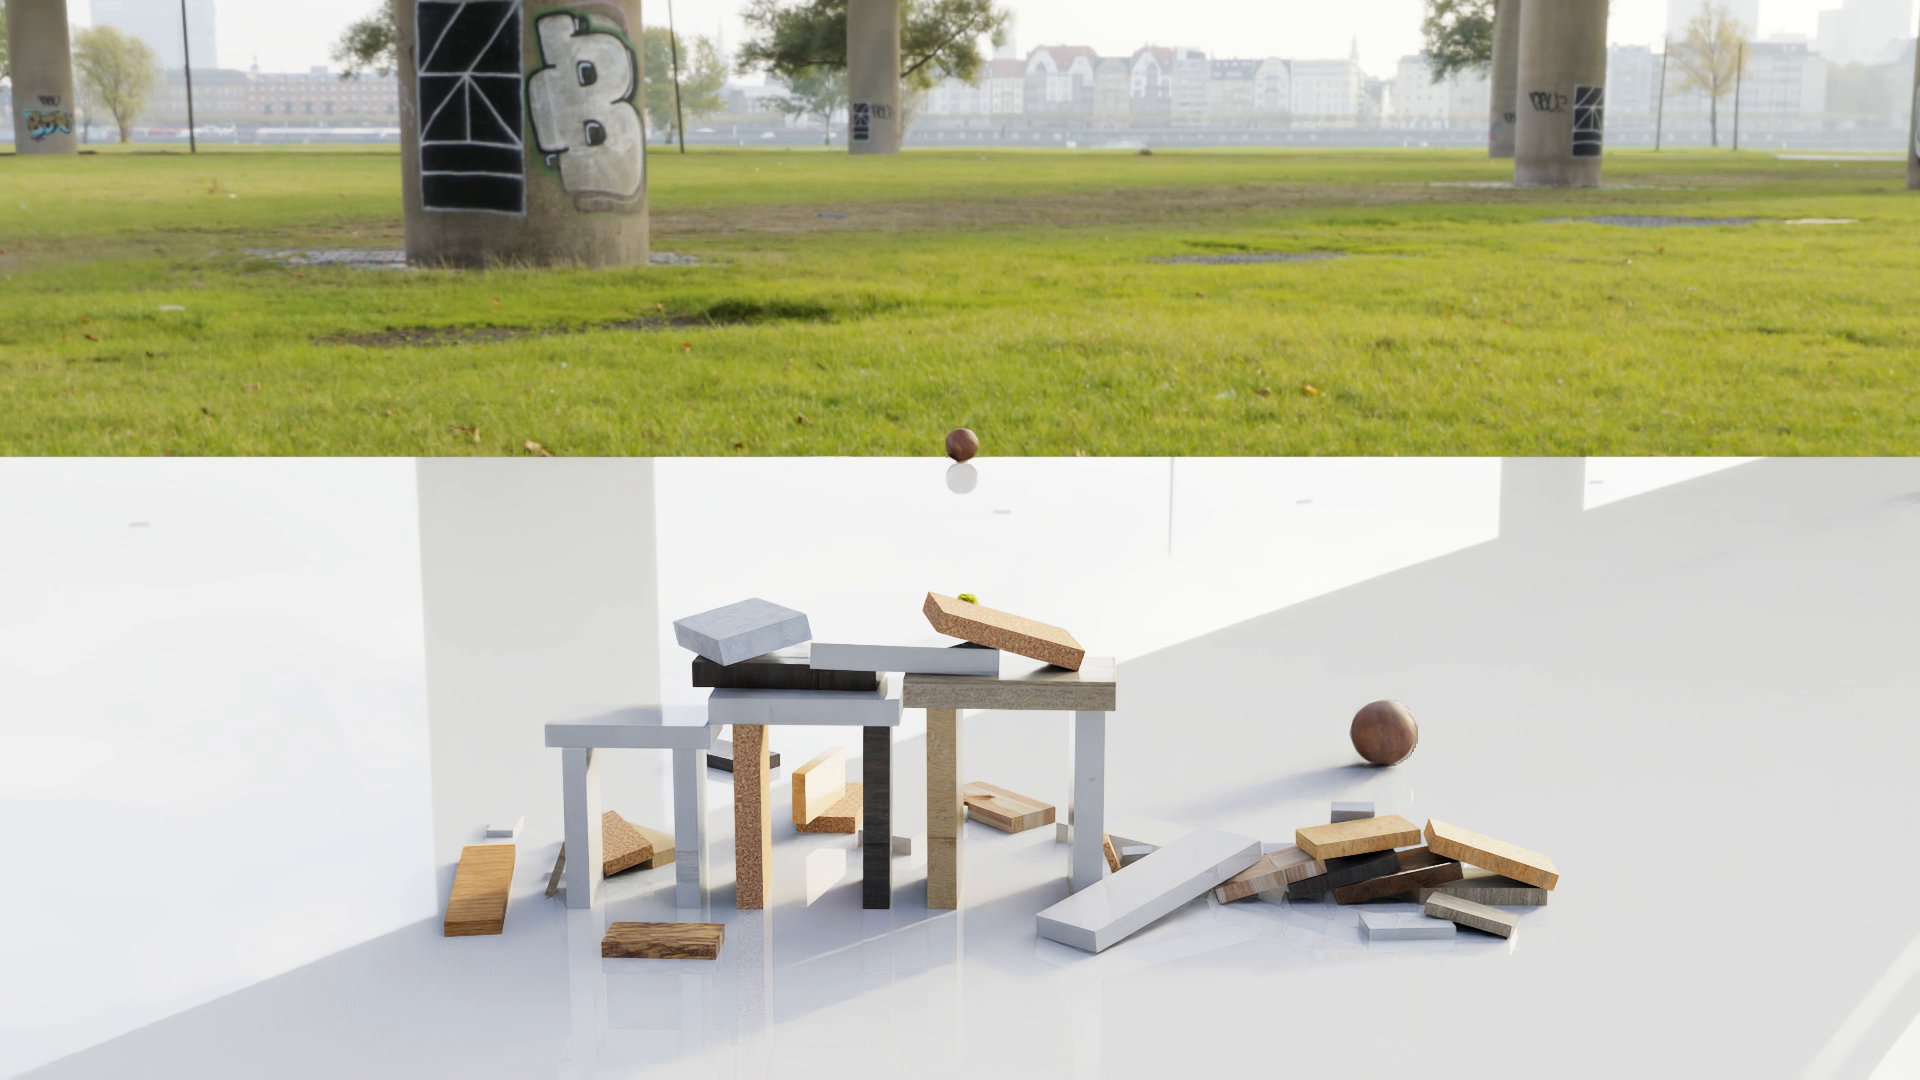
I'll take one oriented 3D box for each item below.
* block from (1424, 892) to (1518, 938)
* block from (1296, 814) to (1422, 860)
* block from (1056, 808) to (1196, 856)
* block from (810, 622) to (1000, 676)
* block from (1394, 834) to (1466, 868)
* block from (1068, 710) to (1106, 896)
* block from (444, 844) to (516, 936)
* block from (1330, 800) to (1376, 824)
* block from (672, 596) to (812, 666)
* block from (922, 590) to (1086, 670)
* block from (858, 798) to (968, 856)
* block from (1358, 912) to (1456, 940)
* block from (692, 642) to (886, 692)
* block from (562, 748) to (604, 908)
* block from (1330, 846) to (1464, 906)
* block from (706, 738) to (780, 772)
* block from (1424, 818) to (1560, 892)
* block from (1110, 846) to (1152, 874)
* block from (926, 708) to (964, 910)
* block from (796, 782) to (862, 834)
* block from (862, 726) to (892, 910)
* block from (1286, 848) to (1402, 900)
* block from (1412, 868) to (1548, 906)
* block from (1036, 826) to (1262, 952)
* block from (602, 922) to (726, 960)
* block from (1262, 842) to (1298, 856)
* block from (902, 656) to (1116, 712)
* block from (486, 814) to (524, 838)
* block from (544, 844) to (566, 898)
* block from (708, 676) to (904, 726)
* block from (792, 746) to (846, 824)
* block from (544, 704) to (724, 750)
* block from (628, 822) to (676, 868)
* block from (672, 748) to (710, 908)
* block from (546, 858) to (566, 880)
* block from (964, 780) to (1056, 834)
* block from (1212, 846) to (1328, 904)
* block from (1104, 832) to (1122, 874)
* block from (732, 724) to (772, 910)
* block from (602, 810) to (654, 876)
[{"bbox_3d":[0.816,0.597,3.509,0.138,0.020,0.069,14,10,21],"label":"block"},{"bbox_3d":[0.662,0.494,3.662,0.184,0.026,0.092,-7,10,-13],"label":"block"},{"bbox_3d":[0.309,0.527,3.910,0.248,0.035,0.124,8,13,37],"label":"block"},{"bbox_3d":[-0.088,0.178,3.611,0.304,0.043,0.152,2,11,0],"label":"block"},{"bbox_3d":[0.809,0.540,3.806,0.138,0.020,0.069,8,31,21],"label":"block"},{"bbox_3d":[0.208,0.421,3.645,0.048,0.340,0.170,0,11,0],"label":"block"},{"bbox_3d":[-0.796,0.579,3.658,0.089,0.025,0.377,-1,11,-8],"label":"block"},{"bbox_3d":[0.668,0.504,3.765,0.073,0.146,0.021,1,43,6],"label":"block"},{"bbox_3d":[-0.366,0.150,3.665,0.152,0.043,0.304,-16,9,-19],"label":"block"},{"bbox_3d":[0.070,0.148,3.592,0.248,0.035,0.124,16,11,-16],"label":"block"},{"bbox_3d":[-0.083,0.517,3.978,0.108,0.030,0.215,5,12,27],"label":"block"},{"bbox_3d":[0.710,0.613,3.492,0.138,0.020,0.069,-1,11,-4],"label":"block"},{"bbox_3d":[-0.281,0.209,3.669,0.304,0.043,0.152,1,10,5],"label":"block"},{"bbox_3d":[-0.624,0.458,3.640,0.038,0.270,0.135,0,11,0],"label":"block"},{"bbox_3d":[0.720,0.554,3.658,0.210,0.030,0.105,-12,10,2],"label":"block"},{"bbox_3d":[-0.462,0.436,4.425,0.187,0.027,0.094,8,13,38],"label":"block"},{"bbox_3d":[0.880,0.521,3.649,0.210,0.030,0.105,18,10,3],"label":"block"},{"bbox_3d":[0.288,0.543,3.710,0.050,0.014,0.100,-2,-31,-11],"label":"block"},{"bbox_3d":[-0.024,0.421,3.648,0.048,0.340,0.170,1,11,4],"label":"block"},{"bbox_3d":[-0.232,0.496,4.090,0.108,0.030,0.215,1,11,6],"label":"block"},{"bbox_3d":[-0.136,0.438,3.643,0.044,0.309,0.154,0,11,0],"label":"block"},{"bbox_3d":[0.632,0.545,3.651,0.185,0.026,0.092,-16,10,4],"label":"block"},{"bbox_3d":[0.860,0.576,3.662,0.210,0.030,0.105,0,11,0],"label":"block"},{"bbox_3d":[0.312,0.563,3.576,0.124,0.035,0.426,7,19,44],"label":"block"},{"bbox_3d":[-0.461,0.623,3.422,0.177,0.025,0.089,1,11,3],"label":"block"},{"bbox_3d":[0.598,0.542,3.739,0.175,0.073,0.021,0,52,-1],"label":"block"},{"bbox_3d":[0.084,0.232,3.598,0.340,0.048,0.170,1,11,3],"label":"block"},{"bbox_3d":[-0.828,0.520,4.007,0.048,0.014,0.095,0,11,0],"label":"block"},{"bbox_3d":[-0.667,0.543,3.665,0.014,0.095,0.048,20,10,-5],"label":"block"},{"bbox_3d":[-0.249,0.263,3.615,0.309,0.044,0.154,0,10,2],"label":"block"},{"bbox_3d":[-0.257,0.447,4.018,0.027,0.094,0.187,4,11,19],"label":"block"},{"bbox_3d":[-0.534,0.306,3.617,0.270,0.038,0.135,0,11,3],"label":"block"},{"bbox_3d":[-0.587,0.534,3.898,0.231,0.027,0.094,9,14,40],"label":"block"},{"bbox_3d":[-0.445,0.458,3.640,0.038,0.270,0.135,0,11,0],"label":"block"},{"bbox_3d":[-0.675,0.563,3.780,0.048,0.014,0.095,1,11,6],"label":"block"},{"bbox_3d":[0.065,0.496,4.091,0.108,0.030,0.215,-9,14,-39],"label":"block"},{"bbox_3d":[0.510,0.552,3.659,0.185,0.026,0.092,-17,10,1],"label":"block"},{"bbox_3d":[0.258,0.541,3.662,0.014,0.100,0.050,-22,10,4],"label":"block"},{"bbox_3d":[-0.344,0.438,3.643,0.044,0.309,0.154,0,11,0],"label":"block"},{"bbox_3d":[-0.608,0.526,3.826,0.089,0.025,0.177,-19,23,-26],"label":"block"}]
